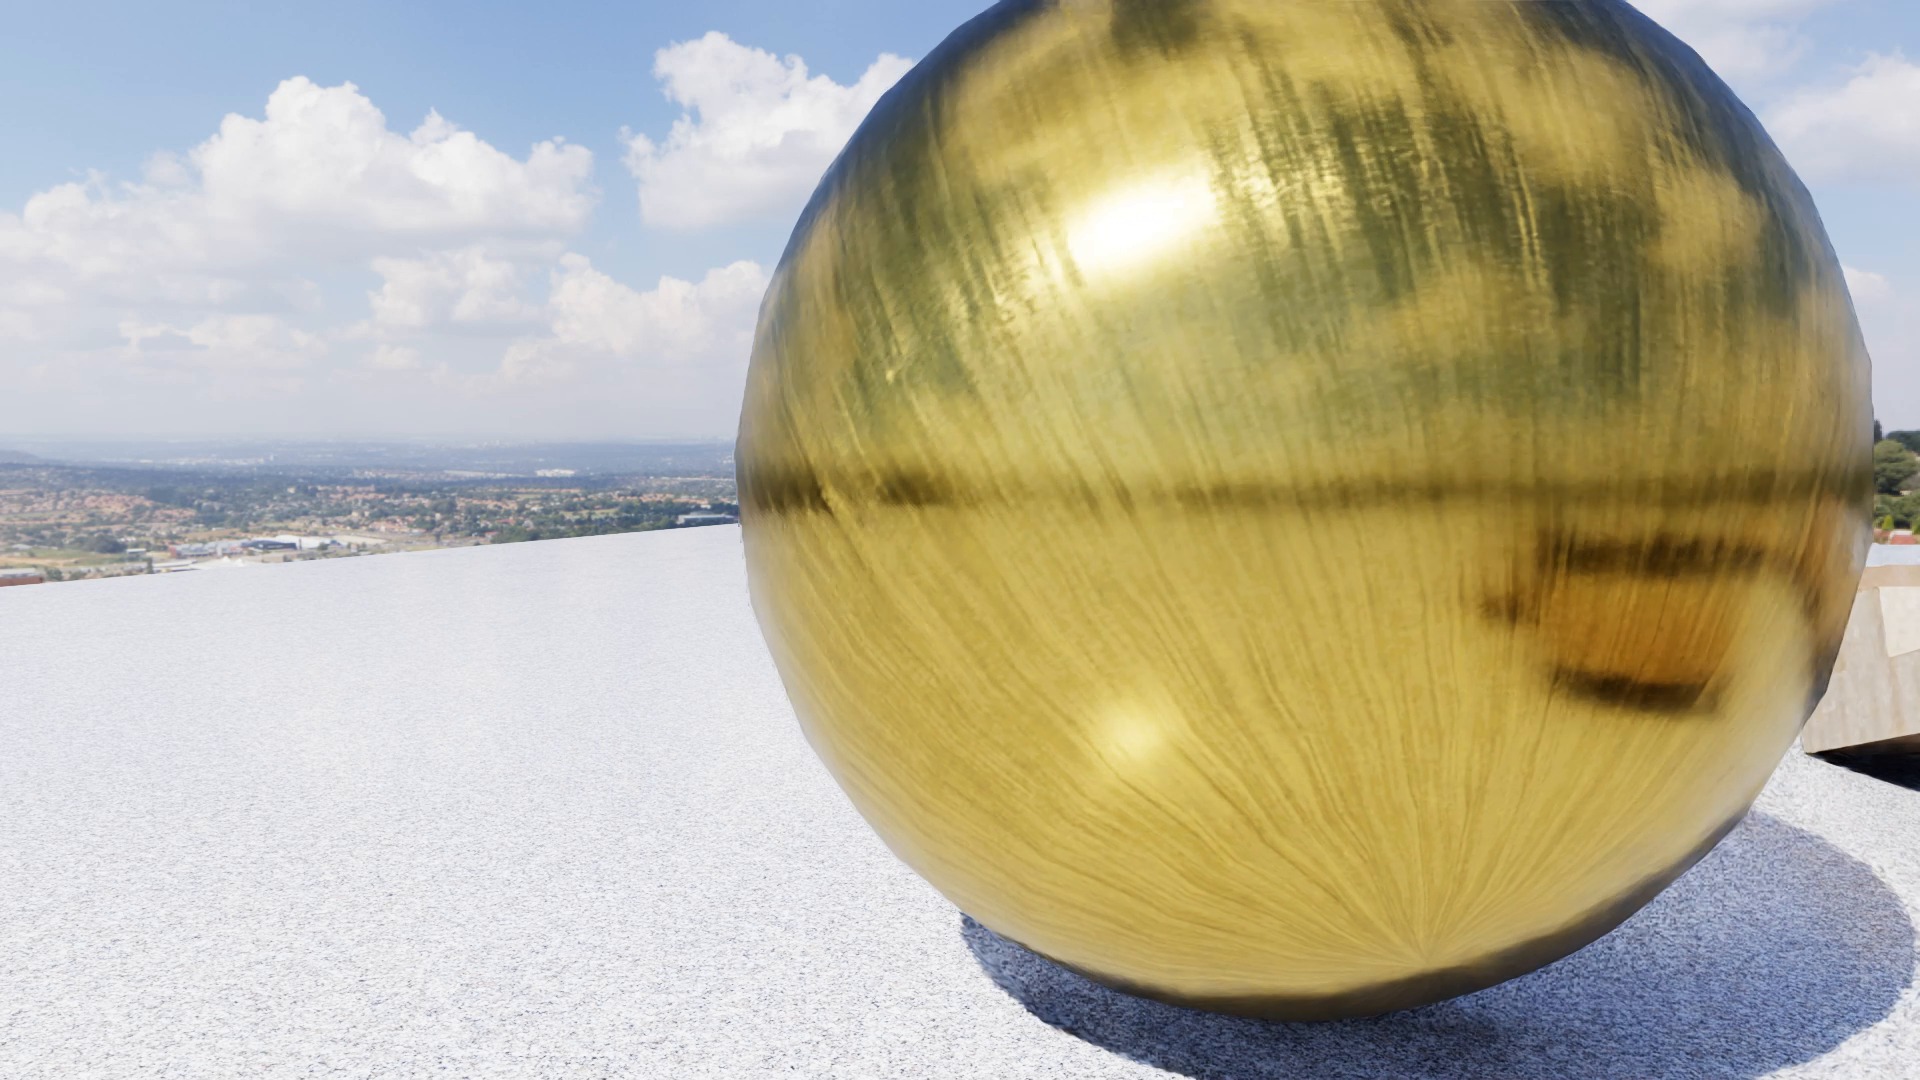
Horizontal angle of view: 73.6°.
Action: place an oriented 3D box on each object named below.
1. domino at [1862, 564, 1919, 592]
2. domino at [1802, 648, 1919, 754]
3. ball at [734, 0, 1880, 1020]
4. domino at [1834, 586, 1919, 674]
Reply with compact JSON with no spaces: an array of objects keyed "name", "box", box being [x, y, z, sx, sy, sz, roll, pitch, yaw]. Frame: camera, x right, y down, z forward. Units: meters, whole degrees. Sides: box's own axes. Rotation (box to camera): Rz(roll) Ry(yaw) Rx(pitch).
[{"name":"domino","box":[0.136,0.014,0.219,0.025,0.010,0.050,-1,-13,-12]},{"name":"domino","box":[0.125,0.018,0.152,0.025,0.009,0.050,-1,-15,8]},{"name":"ball","box":[0.023,-0.005,0.101,0.080,0.080,0.080,0,4,0]},{"name":"domino","box":[0.131,0.017,0.184,0.025,0.010,0.050,0,-14,6]}]
